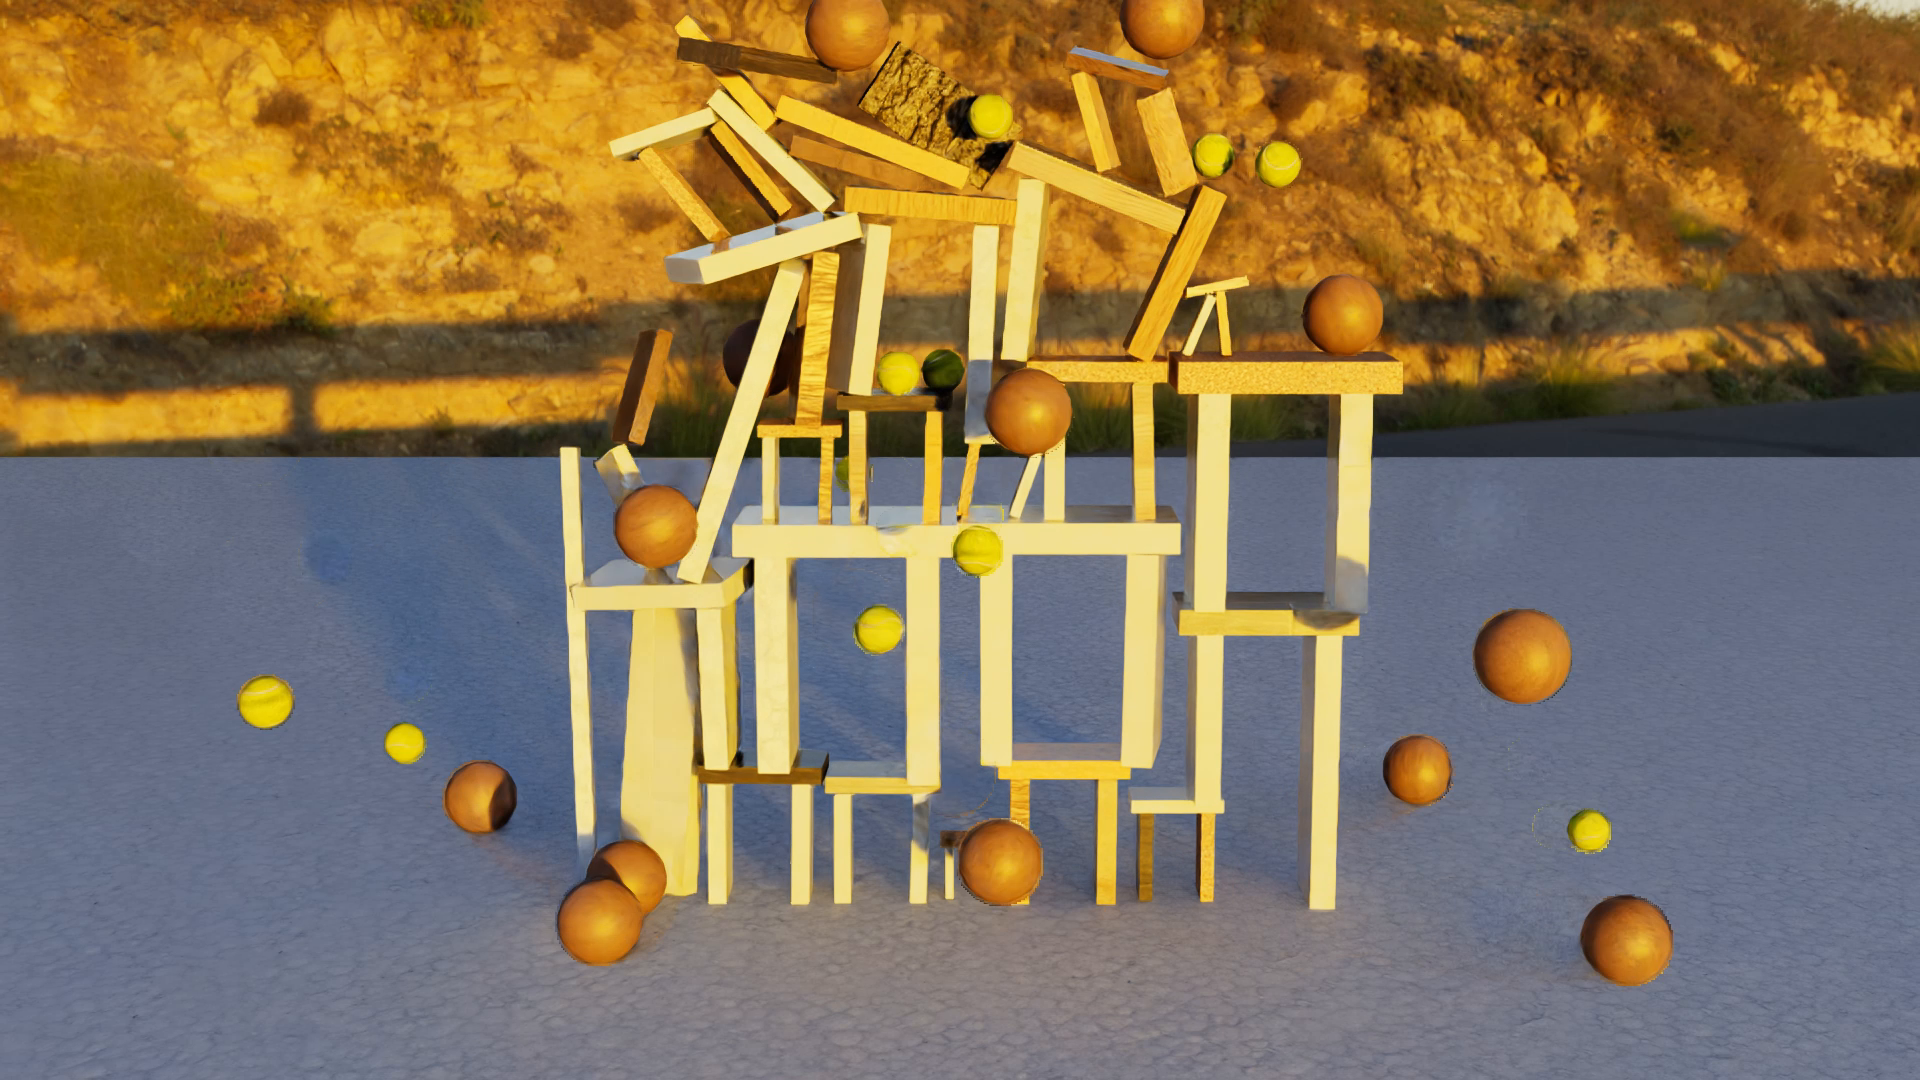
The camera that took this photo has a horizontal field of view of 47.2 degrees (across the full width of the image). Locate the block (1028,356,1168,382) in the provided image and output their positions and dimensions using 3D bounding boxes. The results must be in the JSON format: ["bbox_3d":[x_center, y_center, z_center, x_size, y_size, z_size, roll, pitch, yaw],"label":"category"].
[{"bbox_3d":[0.219,-0.274,3.511,0.220,0.031,0.110,1,10,3],"label":"block"}]

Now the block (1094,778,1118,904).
[{"bbox_3d":[0.241,0.484,3.651,0.030,0.214,0.107,0,11,0],"label":"block"}]

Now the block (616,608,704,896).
[{"bbox_3d":[-0.492,0.331,3.675,0.137,0.507,0.039,5,2,28],"label":"block"}]

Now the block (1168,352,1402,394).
[{"bbox_3d":[0.514,-0.268,3.507,0.348,0.049,0.174,0,11,0],"label":"block"}]

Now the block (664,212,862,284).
[{"bbox_3d":[-0.306,-0.455,3.415,0.276,0.039,0.138,-21,18,-26],"label":"block"}]

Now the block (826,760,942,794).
[{"bbox_3d":[-0.125,0.392,3.632,0.187,0.027,0.094,0,11,1],"label":"block"}]

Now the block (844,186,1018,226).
[{"bbox_3d":[-0.046,-0.526,3.456,0.265,0.037,0.132,5,10,-1],"label":"block"}]

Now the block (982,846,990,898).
[{"bbox_3d":[0.043,0.546,3.659,0.013,0.090,0.045,0,11,0],"label":"block"}]

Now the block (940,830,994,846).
[{"bbox_3d":[0.013,0.496,3.649,0.090,0.013,0.045,0,11,0],"label":"block"}]

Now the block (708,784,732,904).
[{"bbox_3d":[-0.398,0.489,3.653,0.029,0.203,0.102,1,11,0],"label":"block"}]

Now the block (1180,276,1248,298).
[{"bbox_3d":[0.404,-0.402,3.501,0.101,0.014,0.050,-12,6,-7],"label":"block"}]

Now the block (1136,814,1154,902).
[{"bbox_3d":[0.307,0.515,3.656,0.021,0.151,0.076,0,10,0],"label":"block"}]

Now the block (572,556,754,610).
[{"bbox_3d":[-0.478,0.070,3.591,0.275,0.039,0.137,-2,18,22],"label":"block"}]

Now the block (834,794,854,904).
[{"bbox_3d":[-0.193,0.498,3.652,0.027,0.187,0.094,0,11,0],"label":"block"}]

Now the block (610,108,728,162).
[{"bbox_3d":[-0.455,-0.633,3.437,0.170,0.024,0.085,-17,1,8],"label":"block"}]

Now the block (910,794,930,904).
[{"bbox_3d":[-0.066,0.497,3.652,0.027,0.187,0.094,2,11,0],"label":"block"}]

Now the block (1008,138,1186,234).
[{"bbox_3d":[0.217,-0.558,3.461,0.282,0.040,0.141,22,14,1],"label":"block"}]

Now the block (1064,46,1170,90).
[{"bbox_3d":[0.245,-0.734,3.423,0.154,0.022,0.077,16,22,6],"label":"block"}]

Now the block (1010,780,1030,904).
[{"bbox_3d":[0.098,0.484,3.652,0.030,0.214,0.107,0,11,0],"label":"block"}]

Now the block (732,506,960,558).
[{"bbox_3d":[-0.179,-0.015,3.557,0.356,0.050,0.178,0,11,1],"label":"block"}]

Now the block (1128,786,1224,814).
[{"bbox_3d":[0.357,0.430,3.641,0.151,0.021,0.076,0,10,0],"label":"block"}]

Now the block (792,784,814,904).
[{"bbox_3d":[-0.261,0.490,3.651,0.029,0.203,0.102,1,11,-1],"label":"block"}]

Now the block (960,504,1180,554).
[{"bbox_3d":[0.174,-0.018,3.558,0.348,0.049,0.174,0,11,1],"label":"block"}]

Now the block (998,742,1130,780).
[{"bbox_3d":[0.170,0.364,3.628,0.214,0.030,0.107,0,11,0],"label":"block"}]

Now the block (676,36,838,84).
[{"bbox_3d":[-0.304,-0.724,3.326,0.119,0.034,0.238,16,13,31],"label":"block"}]

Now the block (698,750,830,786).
[{"bbox_3d":[-0.323,0.374,3.634,0.203,0.029,0.102,1,11,4],"label":"block"}]

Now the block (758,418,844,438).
[{"bbox_3d":[-0.254,-0.180,3.518,0.133,0.019,0.067,0,14,2],"label":"block"}]

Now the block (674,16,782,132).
[{"bbox_3d":[-0.359,-0.726,3.427,0.029,0.207,0.103,-41,7,7],"label":"block"}]

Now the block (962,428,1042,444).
[{"bbox_3d":[0.067,-0.167,3.517,0.121,0.017,0.060,1,11,-3],"label":"block"}]

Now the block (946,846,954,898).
[{"bbox_3d":[-0.017,0.546,3.659,0.013,0.090,0.045,0,11,0],"label":"block"}]

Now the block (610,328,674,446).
[{"bbox_3d":[-0.524,-0.250,3.616,0.027,0.190,0.095,17,-6,-26],"label":"block"}]

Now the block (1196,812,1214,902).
[{"bbox_3d":[0.407,0.515,3.657,0.021,0.151,0.076,0,10,0],"label":"block"}]

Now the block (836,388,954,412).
[{"bbox_3d":[-0.103,-0.224,3.505,0.177,0.025,0.089,1,11,4],"label":"block"}]

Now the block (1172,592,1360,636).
[{"bbox_3d":[0.494,0.119,3.579,0.286,0.041,0.143,0,11,0],"label":"block"}]
